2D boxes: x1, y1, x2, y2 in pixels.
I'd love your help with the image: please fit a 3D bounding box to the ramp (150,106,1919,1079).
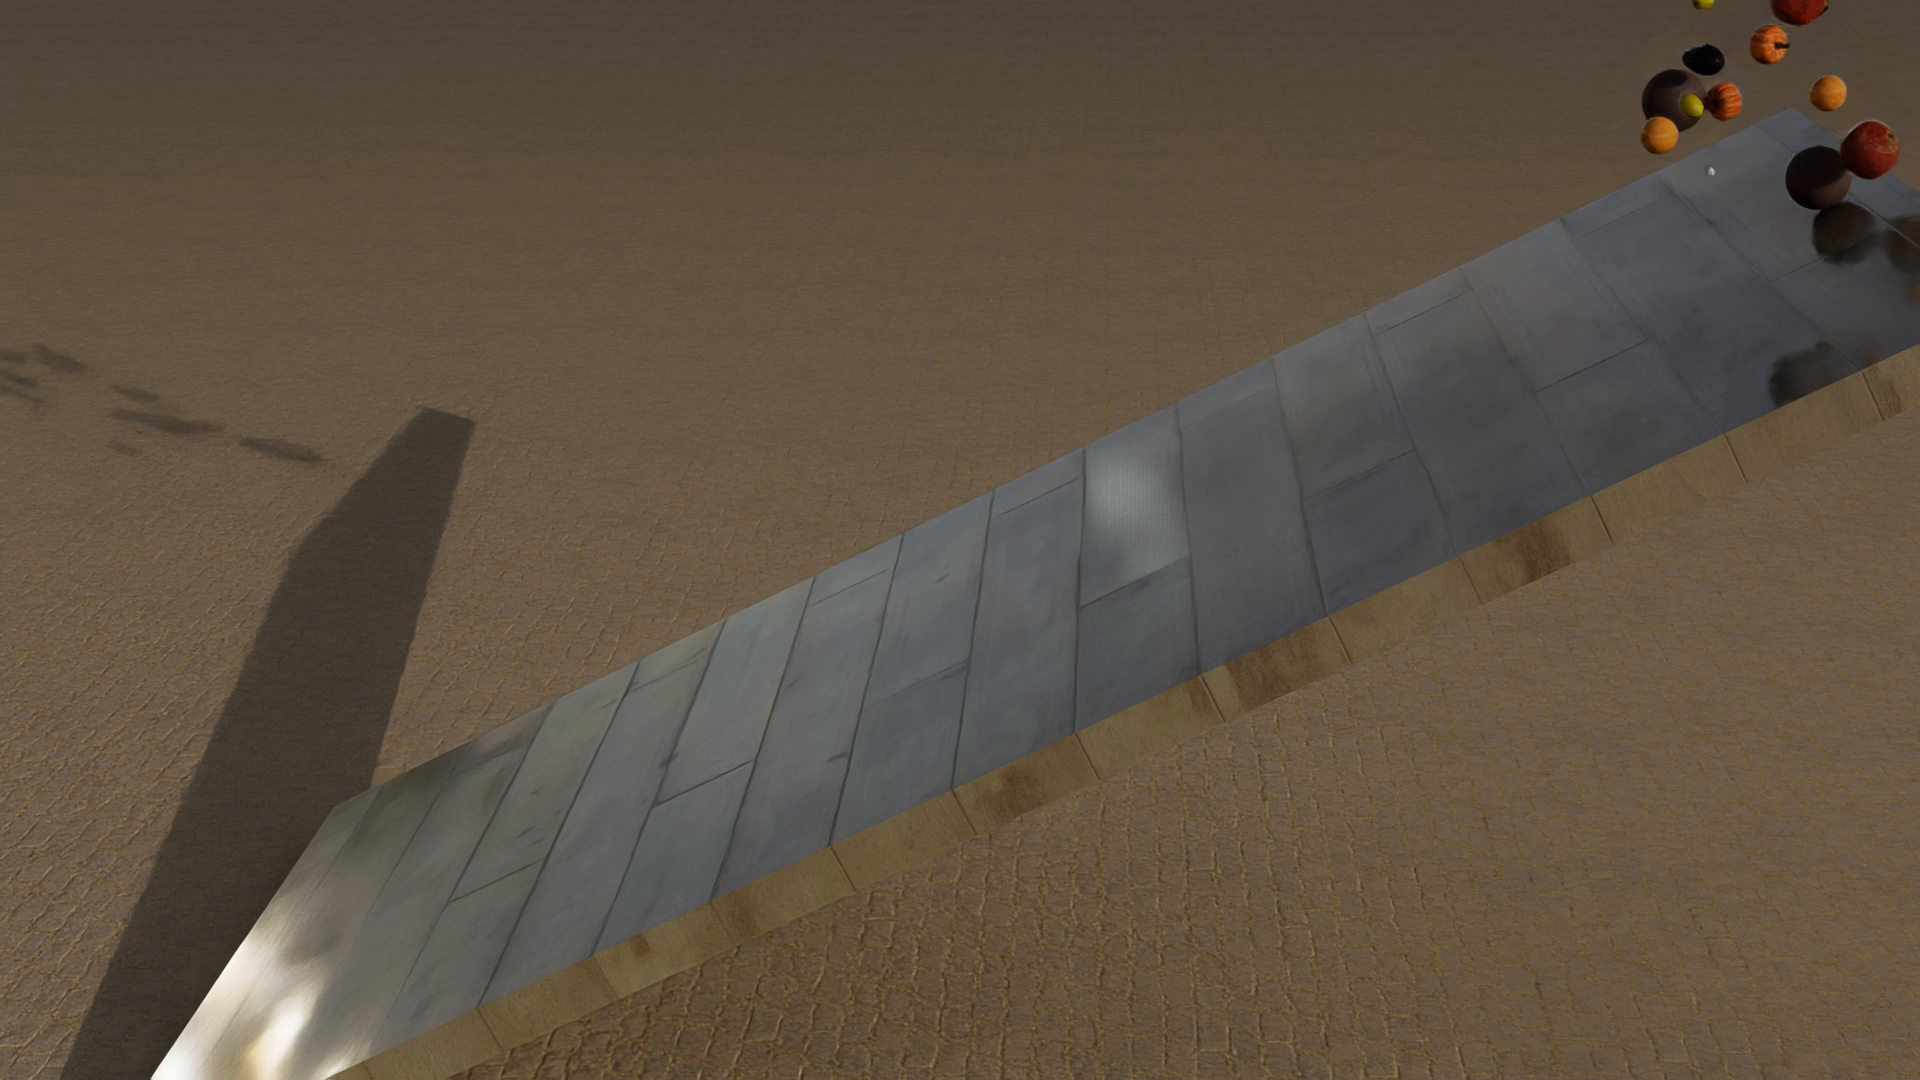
[{"bbox_3d":[0.139,0.168,6.281,4.000,0.100,2.000,-26,14,10],"label":"ramp"}]
